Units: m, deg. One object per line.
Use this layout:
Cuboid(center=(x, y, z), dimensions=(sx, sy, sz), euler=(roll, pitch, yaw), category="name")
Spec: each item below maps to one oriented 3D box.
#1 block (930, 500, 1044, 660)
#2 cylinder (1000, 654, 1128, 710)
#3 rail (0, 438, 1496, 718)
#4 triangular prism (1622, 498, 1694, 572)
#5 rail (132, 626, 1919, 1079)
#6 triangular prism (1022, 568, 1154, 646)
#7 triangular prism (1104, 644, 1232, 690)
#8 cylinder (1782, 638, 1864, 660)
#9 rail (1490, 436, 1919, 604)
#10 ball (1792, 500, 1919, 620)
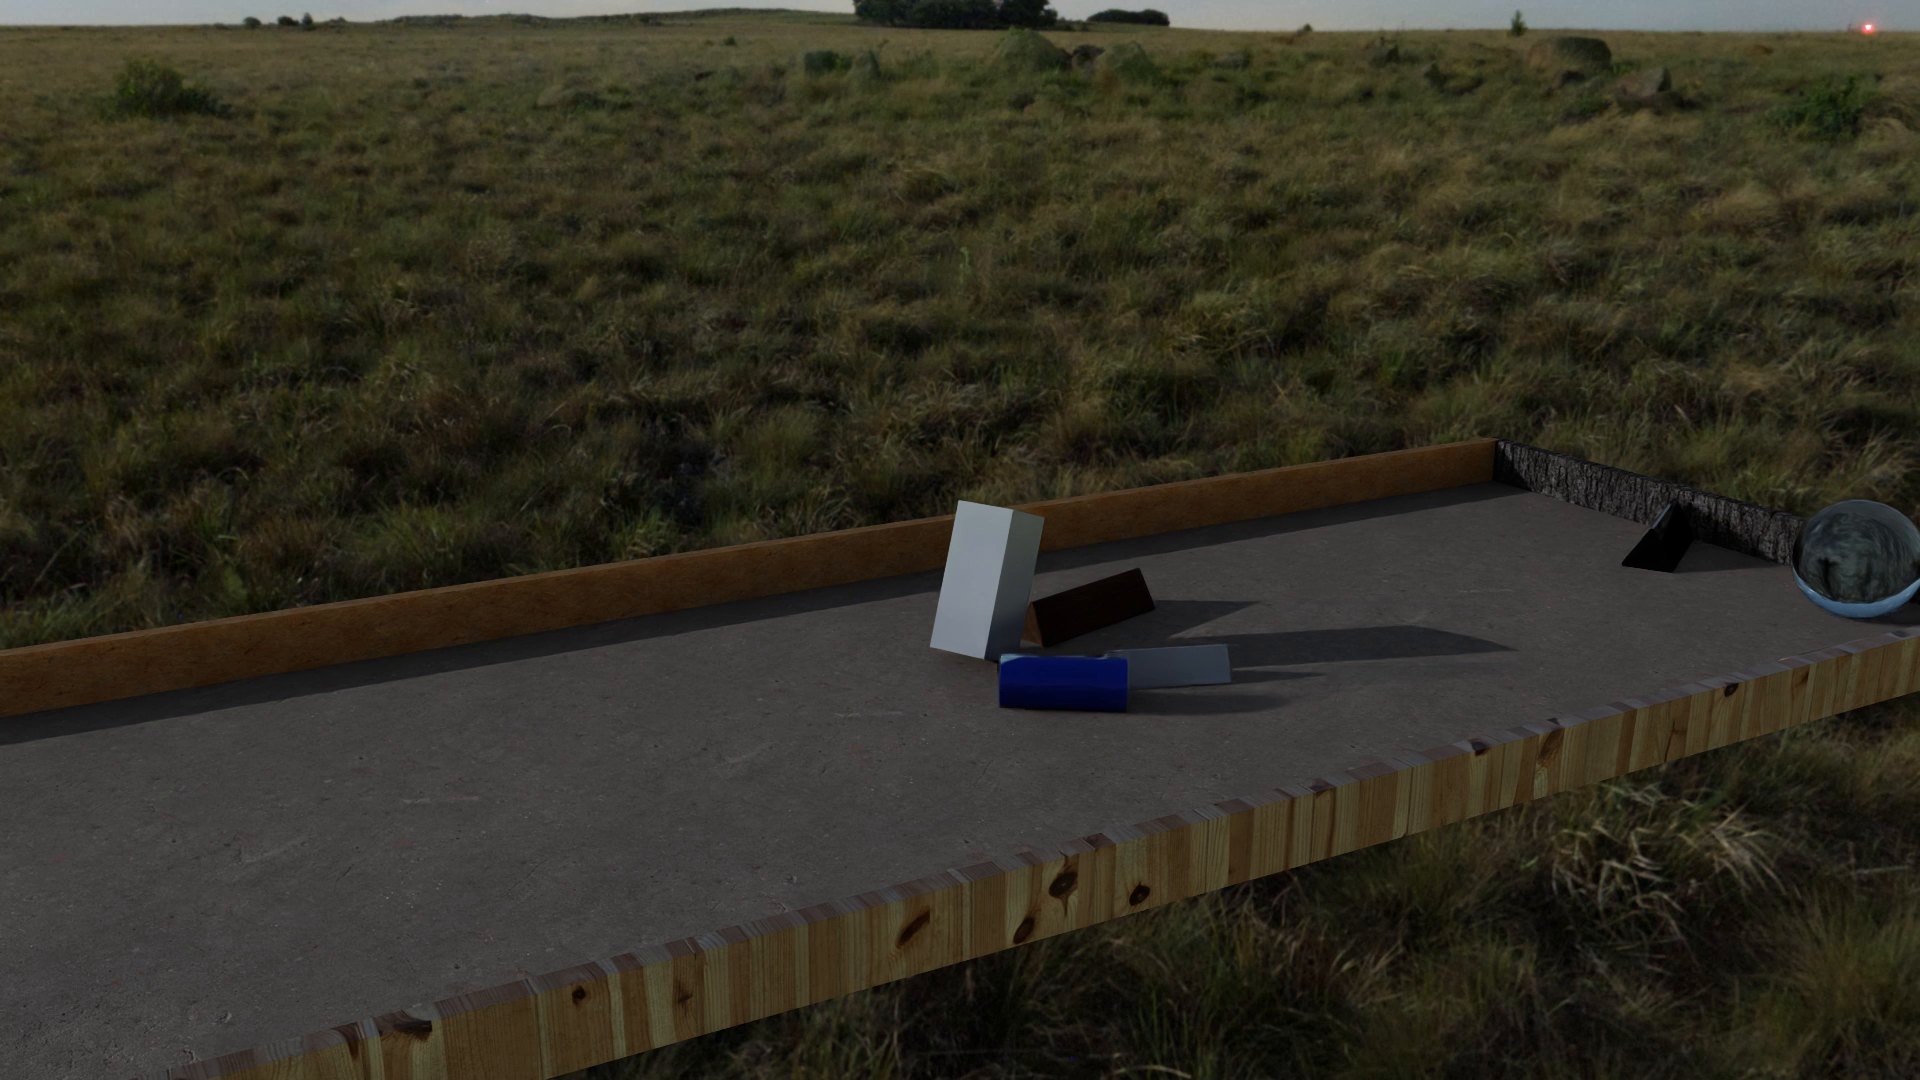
Cuboid(center=(0.071, 0.108, 4.251), dimensions=(0.165, 0.383, 0.165), euler=(11, -1, 32), category="block")
Cuboid(center=(0.249, 0.341, 3.970), dimensions=(0.303, 0.127, 0.127), euler=(1, 16, 5), category="cylinder")
Cuboid(center=(-3.305, 0.497, 3.399), dimensions=(12.000, 0.150, 0.050), euler=(-9, 18, -27), category="rail")
Cuboid(center=(2.214, -0.026, 5.204), dimensions=(0.148, 0.128, 0.429), euler=(10, 19, 30), category="triangular prism")
Cuboid(center=(-2.336, 1.006, 1.665), dimensions=(12.000, 0.150, 0.050), euler=(-9, 18, -27), category="rail")
Cuboid(center=(0.349, 0.175, 4.558), dimensions=(0.444, 0.108, 0.125), euler=(-15, 22, -42), category="triangular prism")
Cuboid(center=(0.516, 0.310, 4.137), dimensions=(0.314, 0.086, 0.100), euler=(-3, 17, -9), category="triangular prism")
Cuboid(center=(2.150, 0.320, 4.069), dimensions=(0.311, 0.111, 0.111), euler=(-9, 18, -27), category="cylinder")
Cuboid(center=(2.466, -0.048, 5.253), dimensions=(0.050, 0.150, 2.100), euler=(-9, 18, -27), category="rail")
Cuboid(center=(2.496, 0.053, 4.583), dimensions=(0.333, 0.333, 0.333), euler=(0, 16, 0), category="ball")
